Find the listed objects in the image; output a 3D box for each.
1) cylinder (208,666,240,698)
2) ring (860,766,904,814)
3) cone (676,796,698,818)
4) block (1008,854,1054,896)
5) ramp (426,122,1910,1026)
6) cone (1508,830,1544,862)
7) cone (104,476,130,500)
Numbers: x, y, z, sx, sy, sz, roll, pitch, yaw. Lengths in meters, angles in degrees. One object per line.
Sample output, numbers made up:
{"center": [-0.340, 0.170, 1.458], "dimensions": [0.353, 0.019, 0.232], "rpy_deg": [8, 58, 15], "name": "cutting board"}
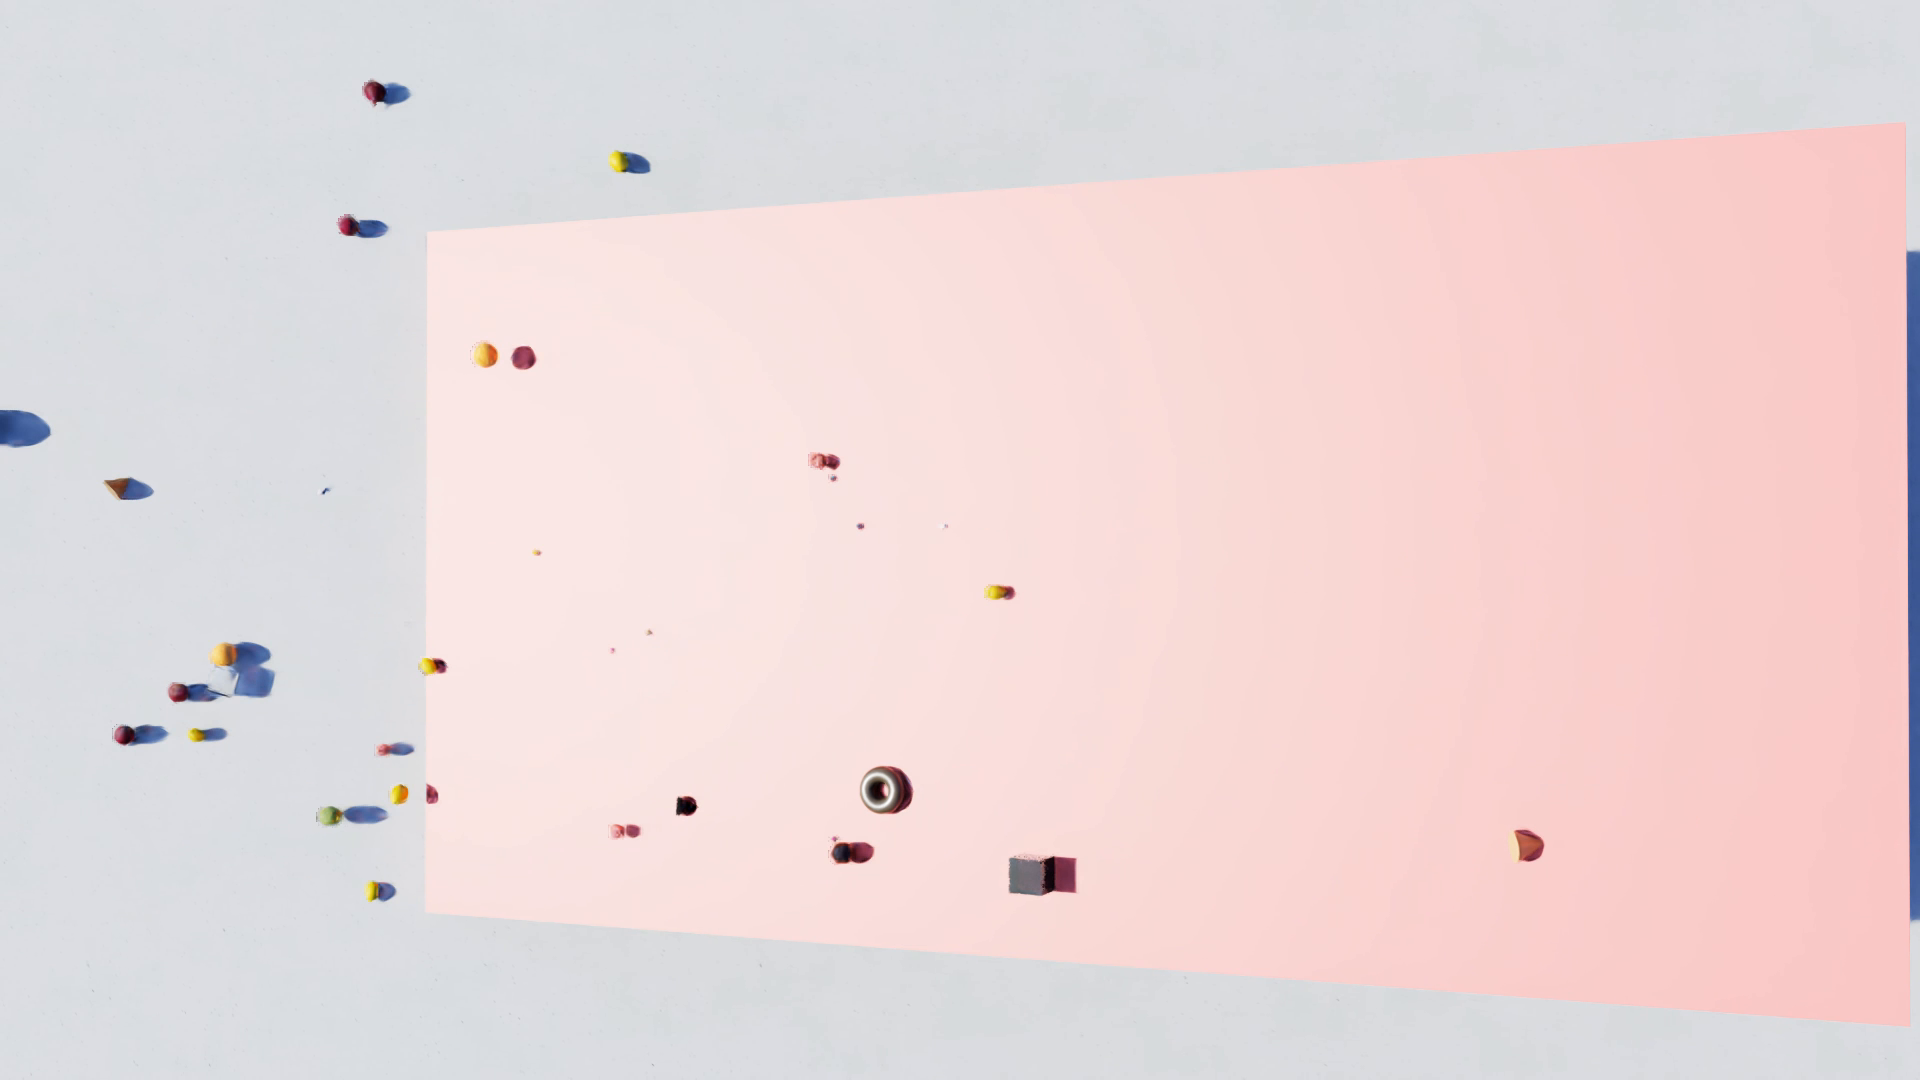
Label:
{"center": [-2.181, 0.419, 6.513], "dimensions": [0.076, 0.076, 0.076], "rpy_deg": [17, 88, 0], "name": "cylinder"}
{"center": [-0.208, 0.665, 5.839], "dimensions": [0.129, 0.043, 0.129], "rpy_deg": [-1, 88, 24], "name": "ring"}
{"center": [-0.754, 0.738, 6.087], "dimensions": [0.059, 0.059, 0.059], "rpy_deg": [0, 89, -5], "name": "cone"}
{"center": [0.183, 0.858, 5.640], "dimensions": [0.090, 0.090, 0.090], "rpy_deg": [1, 90, 24], "name": "block"}
{"center": [0.283, 0.084, 5.709], "dimensions": [4.000, 0.100, 2.000], "rpy_deg": [0, 89, 24], "name": "ramp"}
{"center": [1.338, 0.714, 5.166], "dimensions": [0.076, 0.076, 0.076], "rpy_deg": [-8, 89, -3], "name": "cone"}
{"center": [-2.498, -0.168, 6.545], "dimensions": [0.069, 0.069, 0.069], "rpy_deg": [47, 63, 0], "name": "cone"}
